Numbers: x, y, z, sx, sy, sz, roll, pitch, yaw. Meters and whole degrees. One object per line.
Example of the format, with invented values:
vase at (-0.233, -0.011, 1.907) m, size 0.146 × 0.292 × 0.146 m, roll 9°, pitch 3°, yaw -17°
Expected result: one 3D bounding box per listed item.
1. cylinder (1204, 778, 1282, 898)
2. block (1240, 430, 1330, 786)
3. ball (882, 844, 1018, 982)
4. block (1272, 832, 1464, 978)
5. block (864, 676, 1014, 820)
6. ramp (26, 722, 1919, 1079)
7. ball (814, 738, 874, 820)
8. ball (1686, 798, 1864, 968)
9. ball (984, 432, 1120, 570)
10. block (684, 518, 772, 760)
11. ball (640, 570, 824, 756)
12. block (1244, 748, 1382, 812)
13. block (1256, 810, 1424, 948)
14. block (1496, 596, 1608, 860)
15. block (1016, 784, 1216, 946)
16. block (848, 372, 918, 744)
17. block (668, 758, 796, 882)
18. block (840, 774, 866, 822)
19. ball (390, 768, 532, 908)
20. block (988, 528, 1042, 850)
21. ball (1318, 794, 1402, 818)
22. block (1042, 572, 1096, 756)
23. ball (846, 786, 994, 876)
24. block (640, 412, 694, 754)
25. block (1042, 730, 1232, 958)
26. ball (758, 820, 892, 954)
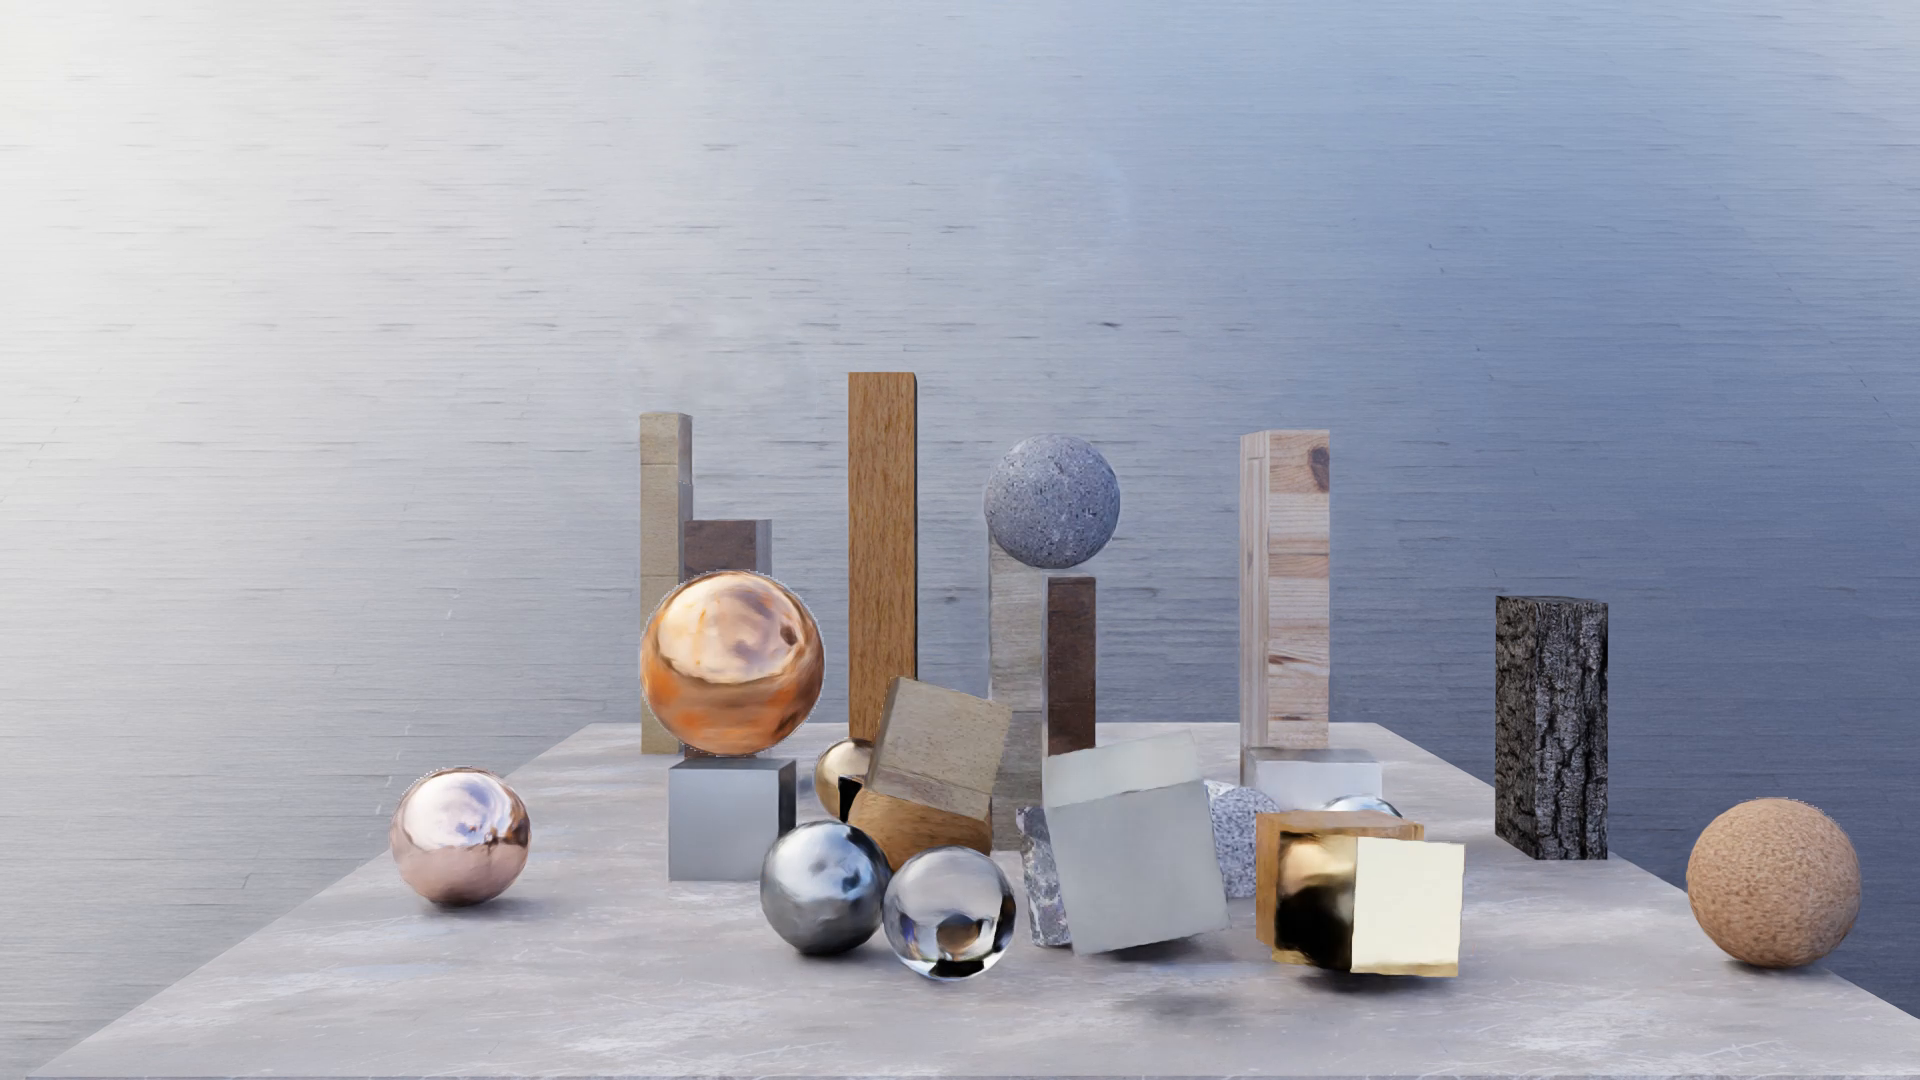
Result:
cylinder at (0.371, 0.435, 3.797) m, size 0.160 × 0.160 × 0.160 m, roll -14°, pitch 7°, yaw -25°
block at (0.528, 0.166, 4.229) m, size 0.094 × 0.683 × 0.414 m, roll 0°, pitch 1°, yaw 0°
ball at (-0.013, 0.447, 3.098) m, size 0.162 × 0.162 × 0.162 m, roll 0°, pitch 27°, yaw 0°
block at (0.488, 0.435, 3.090) m, size 0.156 × 0.156 × 0.156 m, roll 8°, pitch -7°, yaw -28°
block at (-0.030, 0.270, 3.335) m, size 0.149 × 0.149 × 0.149 m, roll 15°, pitch -6°, yaw -5°
ramp at (0.061, 0.552, 4.589) m, size 2.000 × 0.100 × 4.000 m, roll 0°, pitch 1°, yaw 0°
ball at (-0.180, 0.416, 4.460) m, size 0.145 × 0.145 × 0.145 m, roll 0°, pitch 27°, yaw 0°
ball at (1.002, 0.422, 3.177) m, size 0.208 × 0.208 × 0.208 m, roll 0°, pitch 27°, yaw 0°
ball at (0.101, -0.042, 2.836) m, size 0.150 × 0.150 × 0.150 m, roll 0°, pitch 27°, yaw 0°
block at (-0.459, 0.226, 5.152) m, size 0.137 × 0.533 × 0.432 m, roll 0°, pitch 1°, yaw 0°
ball at (-0.256, 0.138, 2.906) m, size 0.208 × 0.208 × 0.208 m, roll 0°, pitch 27°, yaw 0°
block at (0.534, 0.420, 3.931) m, size 0.186 × 0.186 × 0.186 m, roll 1°, pitch 2°, yaw 1°
block at (0.486, 0.441, 3.322) m, size 0.165 × 0.165 × 0.165 m, roll 0°, pitch 1°, yaw -13°
block at (0.974, 0.302, 4.264) m, size 0.115 × 0.409 × 0.306 m, roll 0°, pitch 1°, yaw 0°
block at (0.207, 0.419, 3.328) m, size 0.177 × 0.177 × 0.177 m, roll 0°, pitch -10°, yaw -45°
block at (-0.138, 0.101, 4.716) m, size 0.115 × 0.797 × 0.378 m, roll 0°, pitch 1°, yaw 0°
block at (-0.348, 0.429, 3.979) m, size 0.168 × 0.168 × 0.168 m, roll 0°, pitch 1°, yaw 6°
block at (-0.085, 0.436, 3.874) m, size 0.156 × 0.156 × 0.156 m, roll 0°, pitch 1°, yaw -18°
ball at (-0.707, 0.421, 3.657) m, size 0.197 × 0.197 × 0.197 m, roll 0°, pitch 27°, yaw 0°
block at (0.093, 0.204, 4.436) m, size 0.081 × 0.602 × 0.432 m, roll 0°, pitch 1°, yaw 0°
ball at (0.574, 0.441, 3.716) m, size 0.152 × 0.152 × 0.152 m, roll 0°, pitch 27°, yaw 0°
block at (0.234, 0.280, 5.586) m, size 0.100 × 0.409 × 0.344 m, roll 0°, pitch 1°, yaw 0°
ball at (-0.057, 0.414, 3.656) m, size 0.209 × 0.209 × 0.209 m, roll 0°, pitch 27°, yaw 0°
block at (-0.674, 0.094, 5.954) m, size 0.084 × 0.768 × 0.328 m, roll 0°, pitch 1°, yaw 0°
block at (0.200, 0.346, 2.969) m, size 0.180 × 0.180 × 0.180 m, roll -11°, pitch 13°, yaw 3°
ball at (-0.170, 0.440, 3.275) m, size 0.170 × 0.170 × 0.170 m, roll 0°, pitch 27°, yaw 0°
